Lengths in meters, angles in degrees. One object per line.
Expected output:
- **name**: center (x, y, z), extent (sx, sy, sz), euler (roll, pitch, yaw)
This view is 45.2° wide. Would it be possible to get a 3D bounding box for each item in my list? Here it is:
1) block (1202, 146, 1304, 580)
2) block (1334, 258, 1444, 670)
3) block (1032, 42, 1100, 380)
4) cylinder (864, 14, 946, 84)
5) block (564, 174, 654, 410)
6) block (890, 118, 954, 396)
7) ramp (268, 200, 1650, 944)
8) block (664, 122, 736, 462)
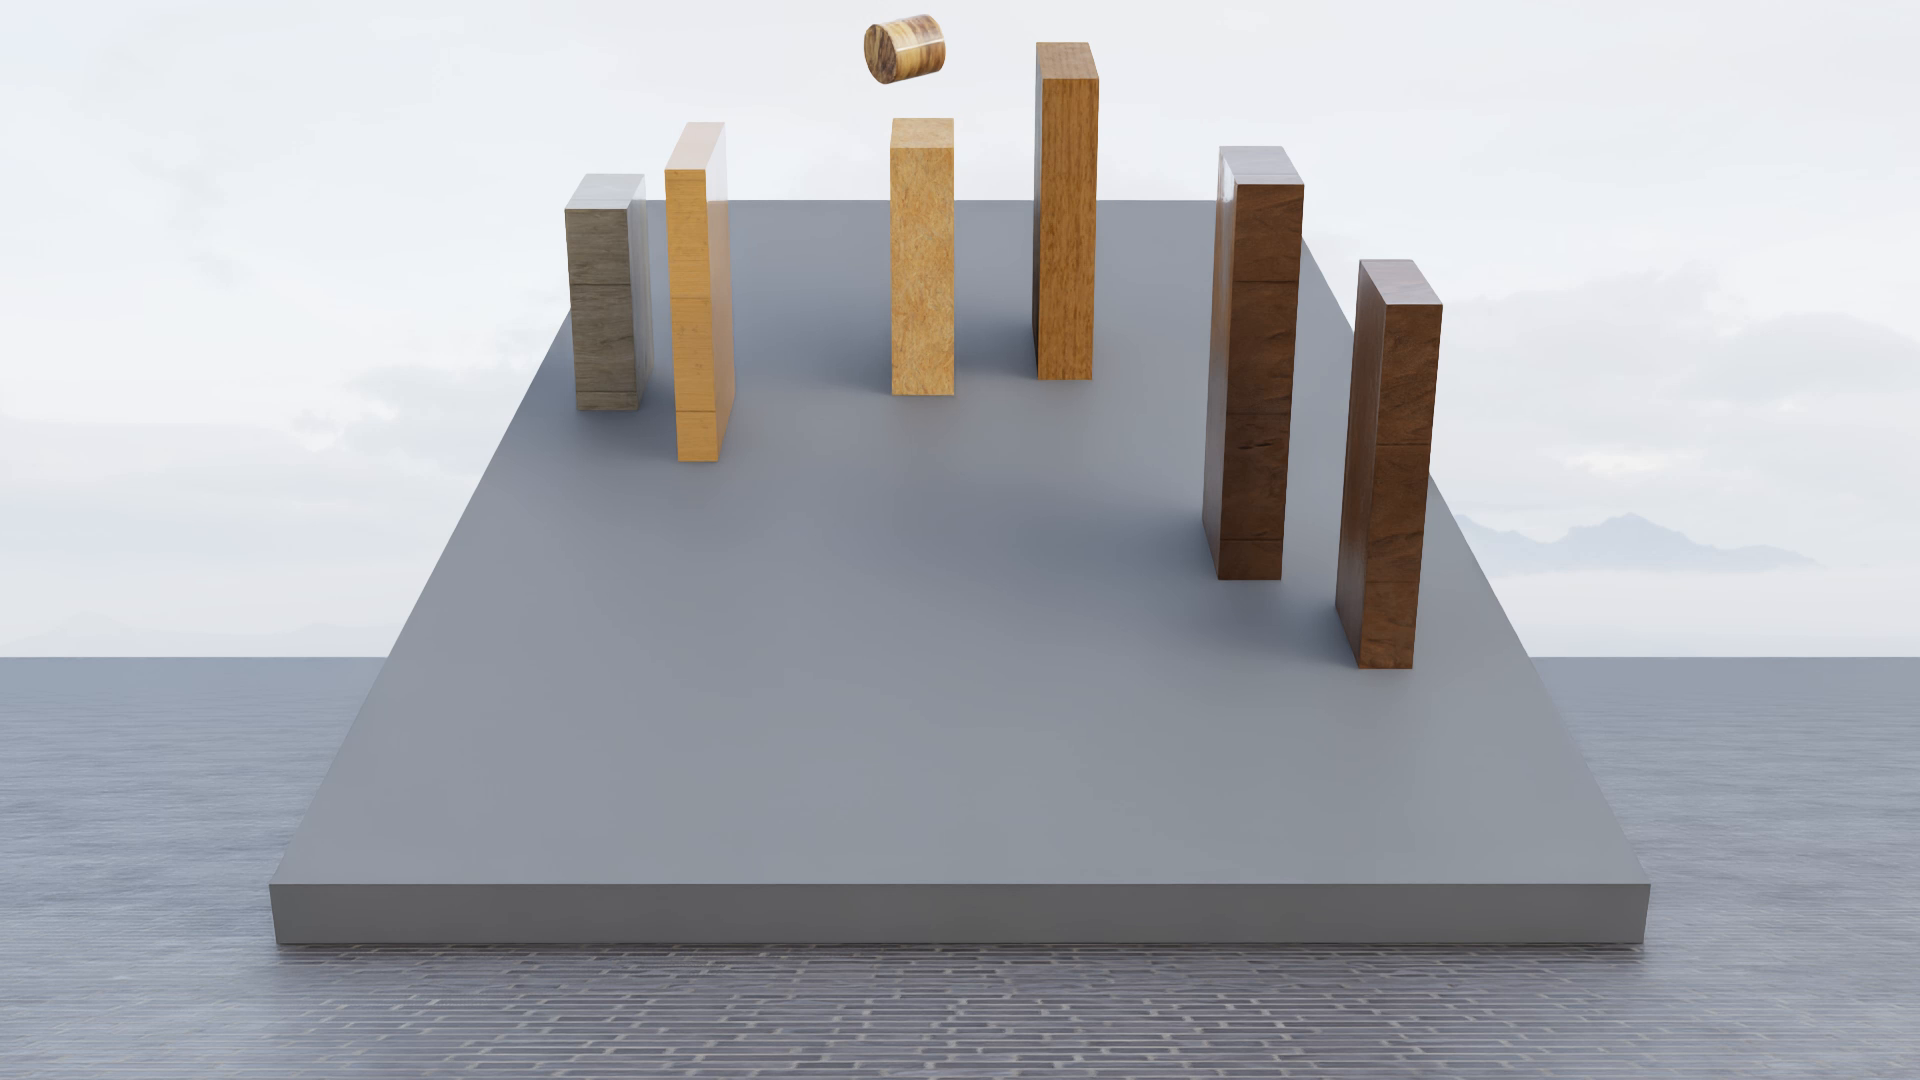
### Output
- **block**: center (0.547, -0.333, 4.346), extent (0.119, 0.761, 0.300), euler (0, 23, 0)
- **block**: center (0.738, -0.132, 3.996), extent (0.092, 0.657, 0.271), euler (0, 23, 0)
- **block**: center (0.248, -0.793, 5.515), extent (0.127, 0.711, 0.447), euler (0, 23, 0)
- **cylinder**: center (-0.165, -1.466, 6.880), extent (0.177, 0.177, 0.177), euler (-20, 8, -30)
- **block**: center (-0.801, -0.574, 5.299), extent (0.137, 0.468, 0.328), euler (0, 23, 0)
- **block**: center (-0.086, -0.663, 5.372), extent (0.143, 0.579, 0.311), euler (0, 23, 0)
- **ramp**: center (-0.007, -0.224, 5.200), extent (2.000, 0.100, 4.000), euler (0, 23, 0)
- **block**: center (-0.562, -0.547, 5.018), extent (0.084, 0.635, 0.444), euler (0, 23, 0)
